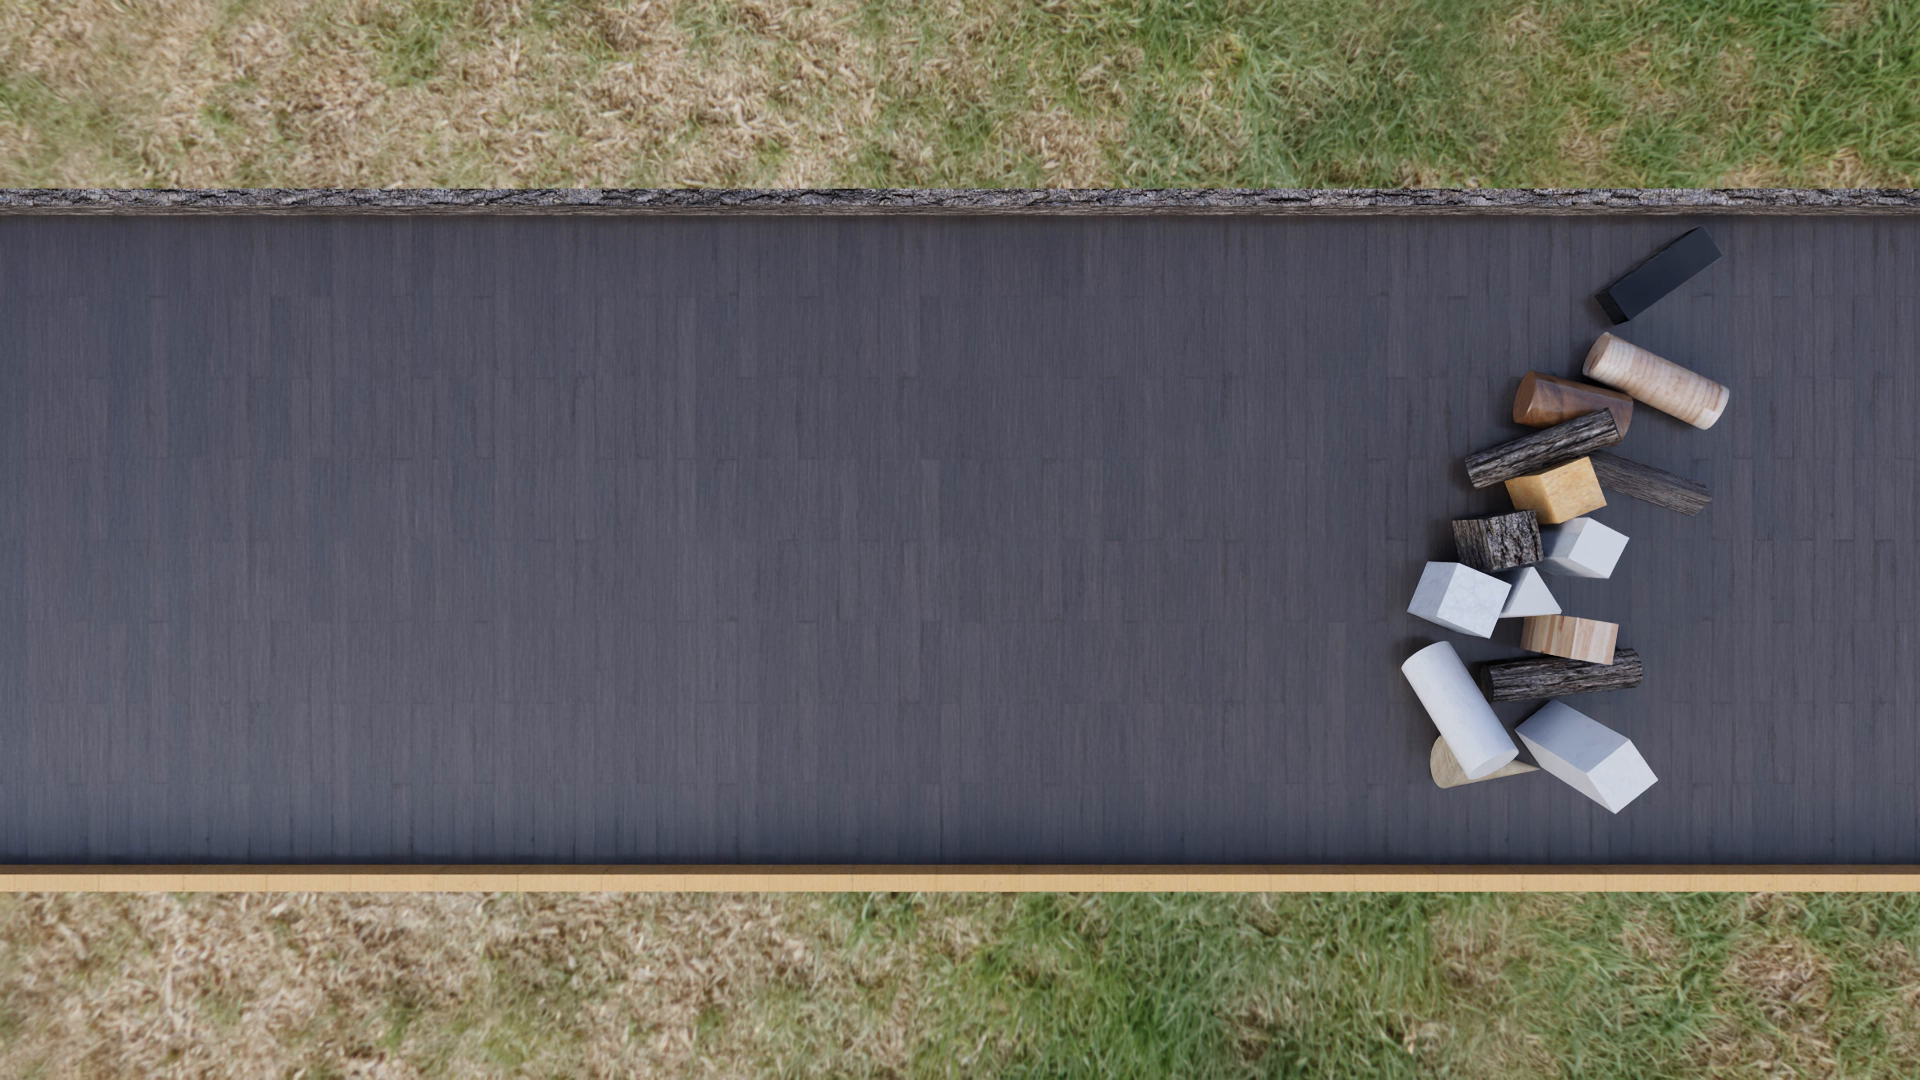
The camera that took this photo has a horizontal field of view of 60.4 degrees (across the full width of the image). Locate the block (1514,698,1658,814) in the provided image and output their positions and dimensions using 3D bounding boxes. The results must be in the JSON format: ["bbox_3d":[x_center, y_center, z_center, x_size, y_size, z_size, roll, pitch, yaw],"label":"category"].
[{"bbox_3d":[1.831,0.628,4.846,0.154,0.438,0.154,-39,103,0],"label":"block"}]

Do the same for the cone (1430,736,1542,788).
[{"bbox_3d":[1.630,0.687,5.037,0.334,0.165,0.165,6,90,-14],"label":"cone"}]

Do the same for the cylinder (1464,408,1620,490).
[{"bbox_3d":[1.743,-0.271,4.941,0.430,0.106,0.106,-21,90,24],"label":"cylinder"}]

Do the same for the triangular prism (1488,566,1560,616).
[{"bbox_3d":[1.641,0.156,4.914,0.156,0.317,0.135,-2,86,-5],"label":"triangular prism"}]

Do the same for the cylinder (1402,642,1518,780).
[{"bbox_3d":[1.487,0.505,4.913,0.164,0.164,0.383,-26,62,0],"label":"cylinder"}]

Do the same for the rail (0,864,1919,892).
[{"bbox_3d":[-2.247,1.025,5.001,12.000,0.150,0.050,0,90,0],"label":"rail"}]

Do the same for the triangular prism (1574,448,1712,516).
[{"bbox_3d":[2.071,-0.189,5.029,0.422,0.091,0.105,18,90,0],"label":"triangular prism"}]

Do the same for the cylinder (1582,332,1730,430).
[{"bbox_3d":[2.109,-0.482,5.005,0.396,0.144,0.144,25,90,0],"label":"cylinder"}]

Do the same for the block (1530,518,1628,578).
[{"bbox_3d":[1.796,0.022,4.857,0.127,0.438,0.127,27,90,0],"label":"block"}]

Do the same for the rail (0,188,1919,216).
[{"bbox_3d":[-2.247,-1.025,5.002,12.000,0.150,0.050,0,90,0],"label":"rail"}]

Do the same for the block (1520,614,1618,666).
[{"bbox_3d":[1.790,0.286,4.863,0.117,0.428,0.117,9,90,0],"label":"block"}]

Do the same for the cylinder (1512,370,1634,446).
[{"bbox_3d":[1.854,-0.398,4.995,0.301,0.163,0.163,14,90,0],"label":"cylinder"}]

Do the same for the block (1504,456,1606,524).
[{"bbox_3d":[1.770,-0.144,4.917,0.150,0.318,0.150,-21,90,0],"label":"block"}]

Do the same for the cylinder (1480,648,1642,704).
[{"bbox_3d":[1.827,0.414,5.017,0.449,0.119,0.119,-6,90,0],"label":"cylinder"}]

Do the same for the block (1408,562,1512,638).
[{"bbox_3d":[1.485,0.175,4.921,0.167,0.311,0.167,23,90,0],"label":"block"}]

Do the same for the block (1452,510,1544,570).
[{"bbox_3d":[1.600,-0.001,4.919,0.150,0.315,0.150,-11,90,0],"label":"block"}]

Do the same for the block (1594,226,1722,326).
[{"bbox_3d":[2.125,-0.804,5.022,0.343,0.110,0.110,-35,90,0],"label":"block"}]
